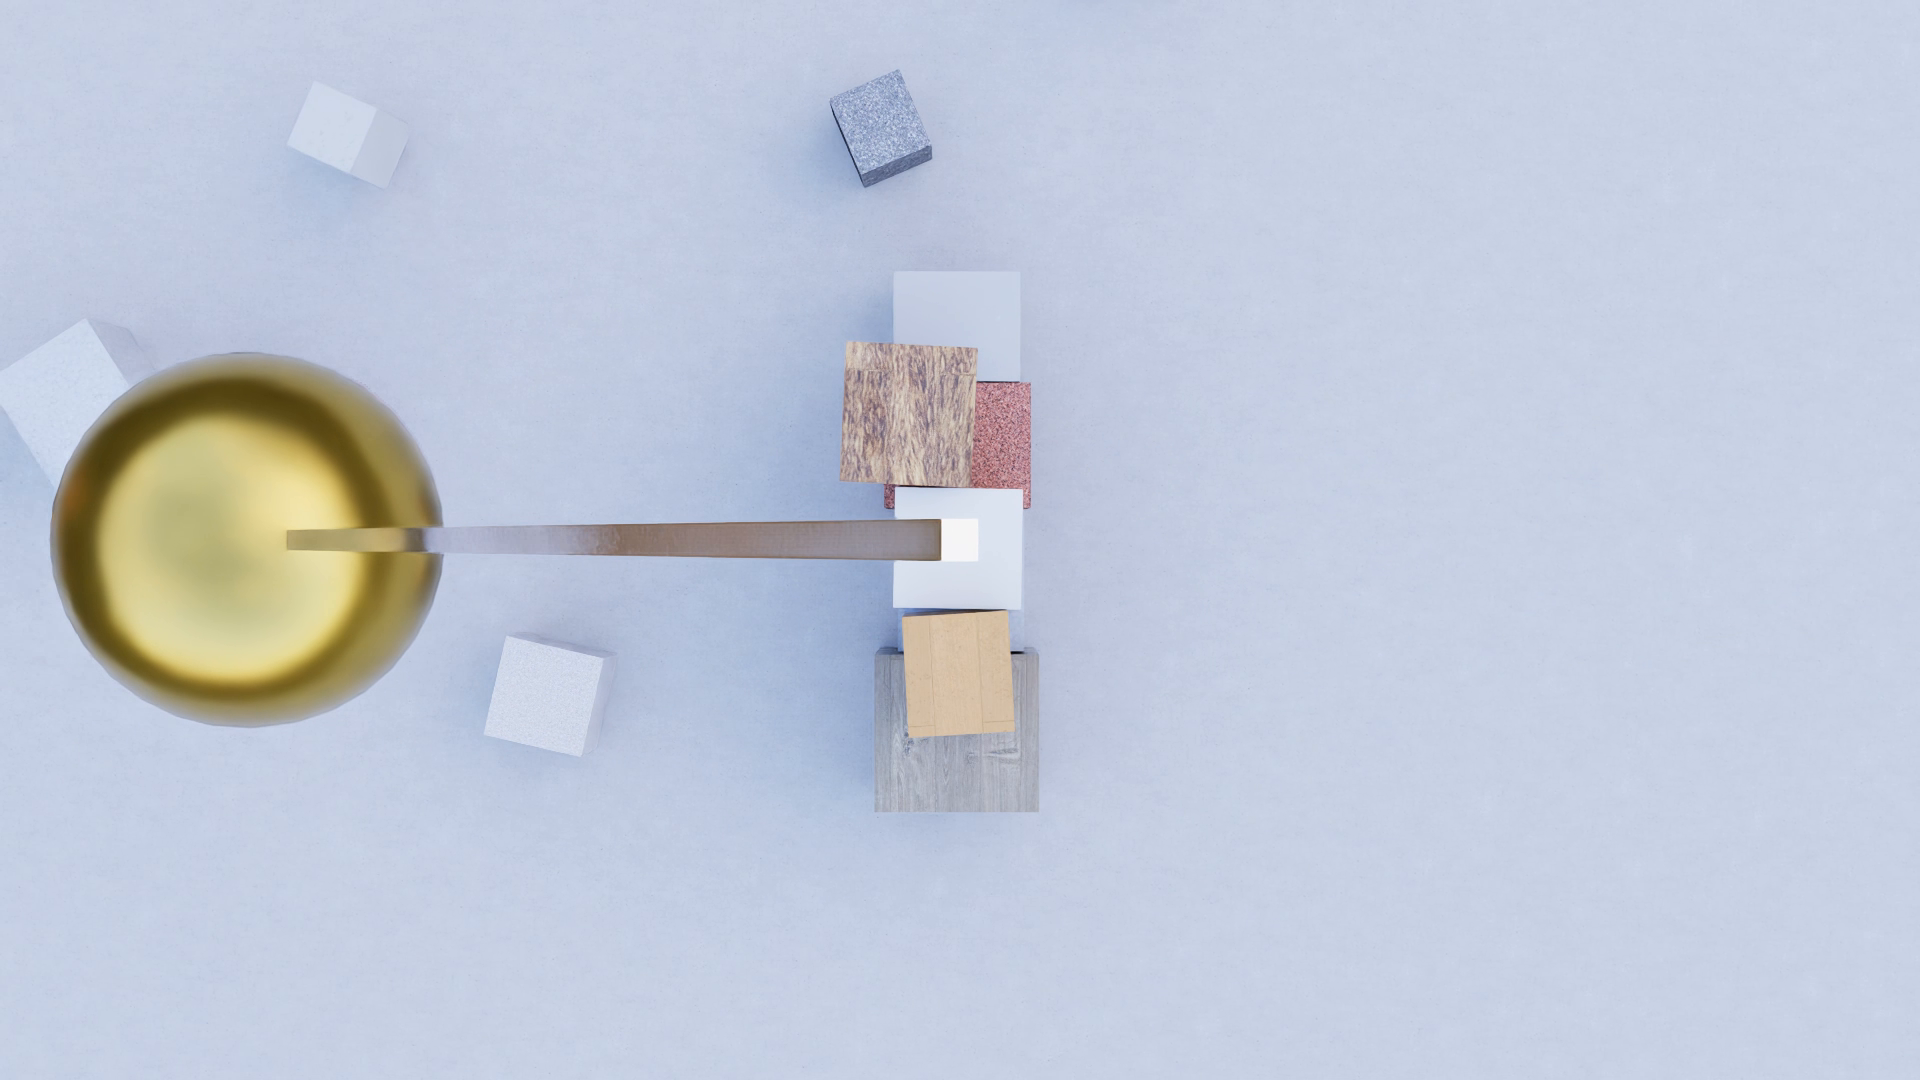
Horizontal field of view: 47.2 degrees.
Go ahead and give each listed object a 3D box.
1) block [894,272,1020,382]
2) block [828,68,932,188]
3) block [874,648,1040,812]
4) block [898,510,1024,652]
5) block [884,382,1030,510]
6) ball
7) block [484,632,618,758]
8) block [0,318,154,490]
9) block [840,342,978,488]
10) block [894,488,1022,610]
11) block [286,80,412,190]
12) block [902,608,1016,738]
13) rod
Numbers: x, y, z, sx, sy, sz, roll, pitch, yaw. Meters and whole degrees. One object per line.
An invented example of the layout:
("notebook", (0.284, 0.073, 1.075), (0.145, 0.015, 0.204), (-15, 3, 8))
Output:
("block", (-0.017, -1.196, 12.655), (0.709, 0.689, 0.613), (0, 90, 0))
("block", (-0.456, -2.381, 12.759), (0.438, 0.481, 0.470), (-23, 90, 0))
("block", (-0.017, 1.071, 12.587), (0.912, 0.826, 0.872), (0, 90, 0))
("block", (0.006, 0.226, 12.670), (0.708, 0.661, 0.796), (0, 90, 0))
("block", (-0.014, -0.532, 12.665), (0.822, 0.671, 0.701), (0, 90, 0))
("ball", (-3.004, 0.000, 9.337), (1.600, 1.600, 1.600), (0, 90, 0))
("block", (-2.362, 0.888, 12.736), (0.569, 0.529, 0.574), (13, 90, 0))
("block", (-5.000, -0.757, 12.688), (0.663, 0.625, 0.748), (-32, 90, 0))
("block", (-0.270, -0.670, 11.919), (0.691, 0.797, 0.734), (3, 92, 0))
("block", (-0.010, 0.039, 12.030), (0.681, 0.606, 0.641), (1, 91, 0))
("block", (-3.524, -2.335, 12.716), (0.422, 0.489, 0.401), (25, 92, 9))
("block", (-0.008, 0.702, 11.835), (0.555, 0.677, 0.631), (-3, 90, 0))
("rod", (-1.302, 0.000, 6.393), (0.080, 5.200, 0.080), (0, 90, -30))
